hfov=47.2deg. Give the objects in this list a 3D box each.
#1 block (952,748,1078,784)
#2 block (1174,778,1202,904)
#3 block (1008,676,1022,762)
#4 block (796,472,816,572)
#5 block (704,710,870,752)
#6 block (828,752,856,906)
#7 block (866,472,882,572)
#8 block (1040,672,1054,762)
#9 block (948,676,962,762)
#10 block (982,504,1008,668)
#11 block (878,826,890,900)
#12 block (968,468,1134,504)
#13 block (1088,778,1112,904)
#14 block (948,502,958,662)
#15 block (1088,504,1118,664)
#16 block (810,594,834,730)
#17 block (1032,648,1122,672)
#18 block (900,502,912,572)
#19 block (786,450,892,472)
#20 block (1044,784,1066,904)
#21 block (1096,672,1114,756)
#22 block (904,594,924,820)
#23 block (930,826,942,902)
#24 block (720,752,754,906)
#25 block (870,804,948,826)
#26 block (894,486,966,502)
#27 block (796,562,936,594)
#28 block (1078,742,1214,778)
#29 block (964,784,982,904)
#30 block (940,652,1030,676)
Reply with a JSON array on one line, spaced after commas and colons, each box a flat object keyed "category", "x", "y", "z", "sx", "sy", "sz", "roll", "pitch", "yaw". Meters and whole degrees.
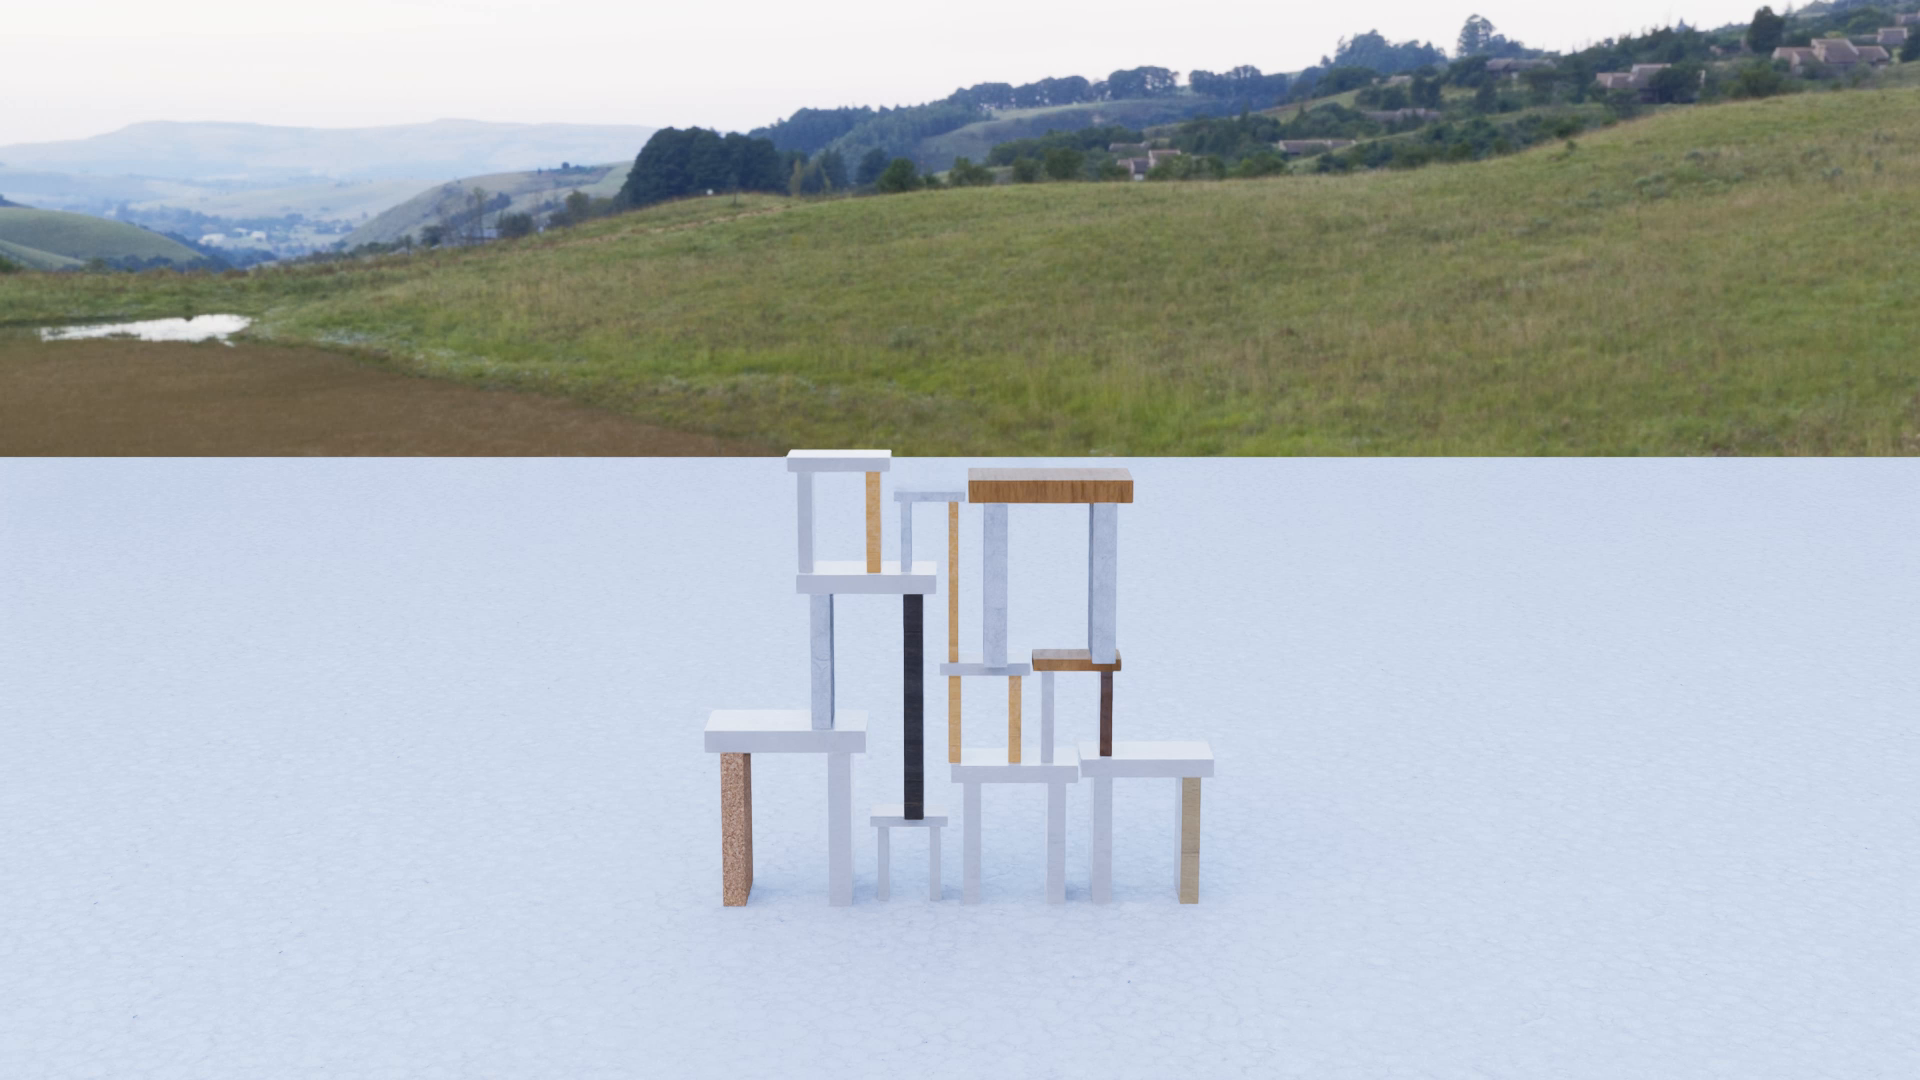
[{"category": "block", "x": 0.089, "y": 0.372, "z": 3.629, "sx": 0.207, "sy": 0.029, "sz": 0.103, "roll": 0, "pitch": 11, "yaw": 0}, {"category": "block", "x": 0.377, "y": 0.483, "z": 3.653, "sx": 0.031, "sy": 0.216, "sz": 0.108, "roll": 0, "pitch": 11, "yaw": 0}, {"category": "block", "x": 0.089, "y": 0.285, "z": 3.614, "sx": 0.021, "sy": 0.147, "sz": 0.073, "roll": 0, "pitch": 11, "yaw": 0}, {"category": "block", "x": -0.248, "y": -0.035, "z": 3.553, "sx": 0.023, "sy": 0.164, "sz": 0.082, "roll": 0, "pitch": 10, "yaw": 0}, {"category": "block", "x": -0.283, "y": 0.315, "z": 3.622, "sx": 0.261, "sy": 0.037, "sz": 0.130, "roll": 0, "pitch": 11, "yaw": 0}, {"category": "block", "x": -0.196, "y": 0.461, "z": 3.649, "sx": 0.037, "sy": 0.261, "sz": 0.131, "roll": 0, "pitch": 11, "yaw": 0}, {"category": "block", "x": -0.139, "y": -0.035, "z": 3.553, "sx": 0.023, "sy": 0.164, "sz": 0.082, "roll": 0, "pitch": 10, "yaw": 0}, {"category": "block", "x": 0.143, "y": 0.282, "z": 3.614, "sx": 0.020, "sy": 0.153, "sz": 0.072, "roll": 0, "pitch": 11, "yaw": 0}, {"category": "block", "x": -0.008, "y": 0.285, "z": 3.614, "sx": 0.021, "sy": 0.147, "sz": 0.073, "roll": 0, "pitch": 11, "yaw": 0}, {"category": "block", "x": 0.057, "y": 0.061, "z": 3.572, "sx": 0.037, "sy": 0.267, "sz": 0.131, "roll": 0, "pitch": 10, "yaw": 0}, {"category": "block", "x": -0.126, "y": 0.528, "z": 3.654, "sx": 0.018, "sy": 0.128, "sz": 0.064, "roll": 0, "pitch": 11, "yaw": 0}, {"category": "block", "x": 0.144, "y": -0.088, "z": 3.545, "sx": 0.261, "sy": 0.037, "sz": 0.131, "roll": 0, "pitch": 11, "yaw": 0}, {"category": "block", "x": 0.233, "y": 0.483, "z": 3.653, "sx": 0.031, "sy": 0.216, "sz": 0.108, "roll": 0, "pitch": 11, "yaw": 0}, {"category": "block", "x": -0.010, "y": 0.064, "z": 3.568, "sx": 0.016, "sy": 0.264, "sz": 0.057, "roll": 0, "pitch": 10, "yaw": 0}, {"category": "block", "x": 0.231, "y": 0.058, "z": 3.571, "sx": 0.037, "sy": 0.261, "sz": 0.131, "roll": 0, "pitch": 11, "yaw": 0}, {"category": "block", "x": -0.225, "y": 0.187, "z": 3.595, "sx": 0.032, "sy": 0.224, "sz": 0.112, "roll": 0, "pitch": 11, "yaw": 0}, {"category": "block", "x": 0.190, "y": 0.196, "z": 3.598, "sx": 0.143, "sy": 0.020, "sz": 0.072, "roll": 0, "pitch": 11, "yaw": 0}, {"category": "block", "x": -0.087, "y": -0.010, "z": 3.555, "sx": 0.016, "sy": 0.114, "sz": 0.057, "roll": 0, "pitch": 10, "yaw": 0}, {"category": "block", "x": -0.194, "y": -0.127, "z": 3.536, "sx": 0.164, "sy": 0.023, "sz": 0.082, "roll": 0, "pitch": 10, "yaw": 0}, {"category": "block", "x": 0.158, "y": 0.488, "z": 3.651, "sx": 0.029, "sy": 0.207, "sz": 0.104, "roll": 0, "pitch": 11, "yaw": 0}, {"category": "block", "x": 0.238, "y": 0.277, "z": 3.613, "sx": 0.020, "sy": 0.143, "sz": 0.072, "roll": 0, "pitch": 11, "yaw": 0}, {"category": "block", "x": -0.075, "y": 0.261, "z": 3.609, "sx": 0.032, "sy": 0.376, "sz": 0.112, "roll": 0, "pitch": 11, "yaw": 0}, {"category": "block", "x": -0.041, "y": 0.528, "z": 3.653, "sx": 0.018, "sy": 0.128, "sz": 0.064, "roll": 0, "pitch": 11, "yaw": 0}, {"category": "block", "x": -0.370, "y": 0.461, "z": 3.649, "sx": 0.037, "sy": 0.261, "sz": 0.130, "roll": 0, "pitch": 11, "yaw": 0}, {"category": "block", "x": -0.084, "y": 0.456, "z": 3.640, "sx": 0.128, "sy": 0.018, "sz": 0.064, "roll": 0, "pitch": 11, "yaw": 0}, {"category": "block", "x": -0.049, "y": -0.074, "z": 3.543, "sx": 0.114, "sy": 0.016, "sz": 0.057, "roll": 0, "pitch": 10, "yaw": 0}, {"category": "block", "x": -0.150, "y": 0.061, "z": 3.572, "sx": 0.224, "sy": 0.032, "sz": 0.112, "roll": 0, "pitch": 11, "yaw": 0}, {"category": "block", "x": 0.305, "y": 0.362, "z": 3.630, "sx": 0.216, "sy": 0.031, "sz": 0.108, "roll": 0, "pitch": 11, "yaw": 0}, {"category": "block", "x": 0.020, "y": 0.488, "z": 3.651, "sx": 0.029, "sy": 0.207, "sz": 0.104, "roll": 0, "pitch": 11, "yaw": 0}, {"category": "block", "x": 0.040, "y": 0.203, "z": 3.598, "sx": 0.147, "sy": 0.021, "sz": 0.073, "roll": 0, "pitch": 11, "yaw": 0}]
